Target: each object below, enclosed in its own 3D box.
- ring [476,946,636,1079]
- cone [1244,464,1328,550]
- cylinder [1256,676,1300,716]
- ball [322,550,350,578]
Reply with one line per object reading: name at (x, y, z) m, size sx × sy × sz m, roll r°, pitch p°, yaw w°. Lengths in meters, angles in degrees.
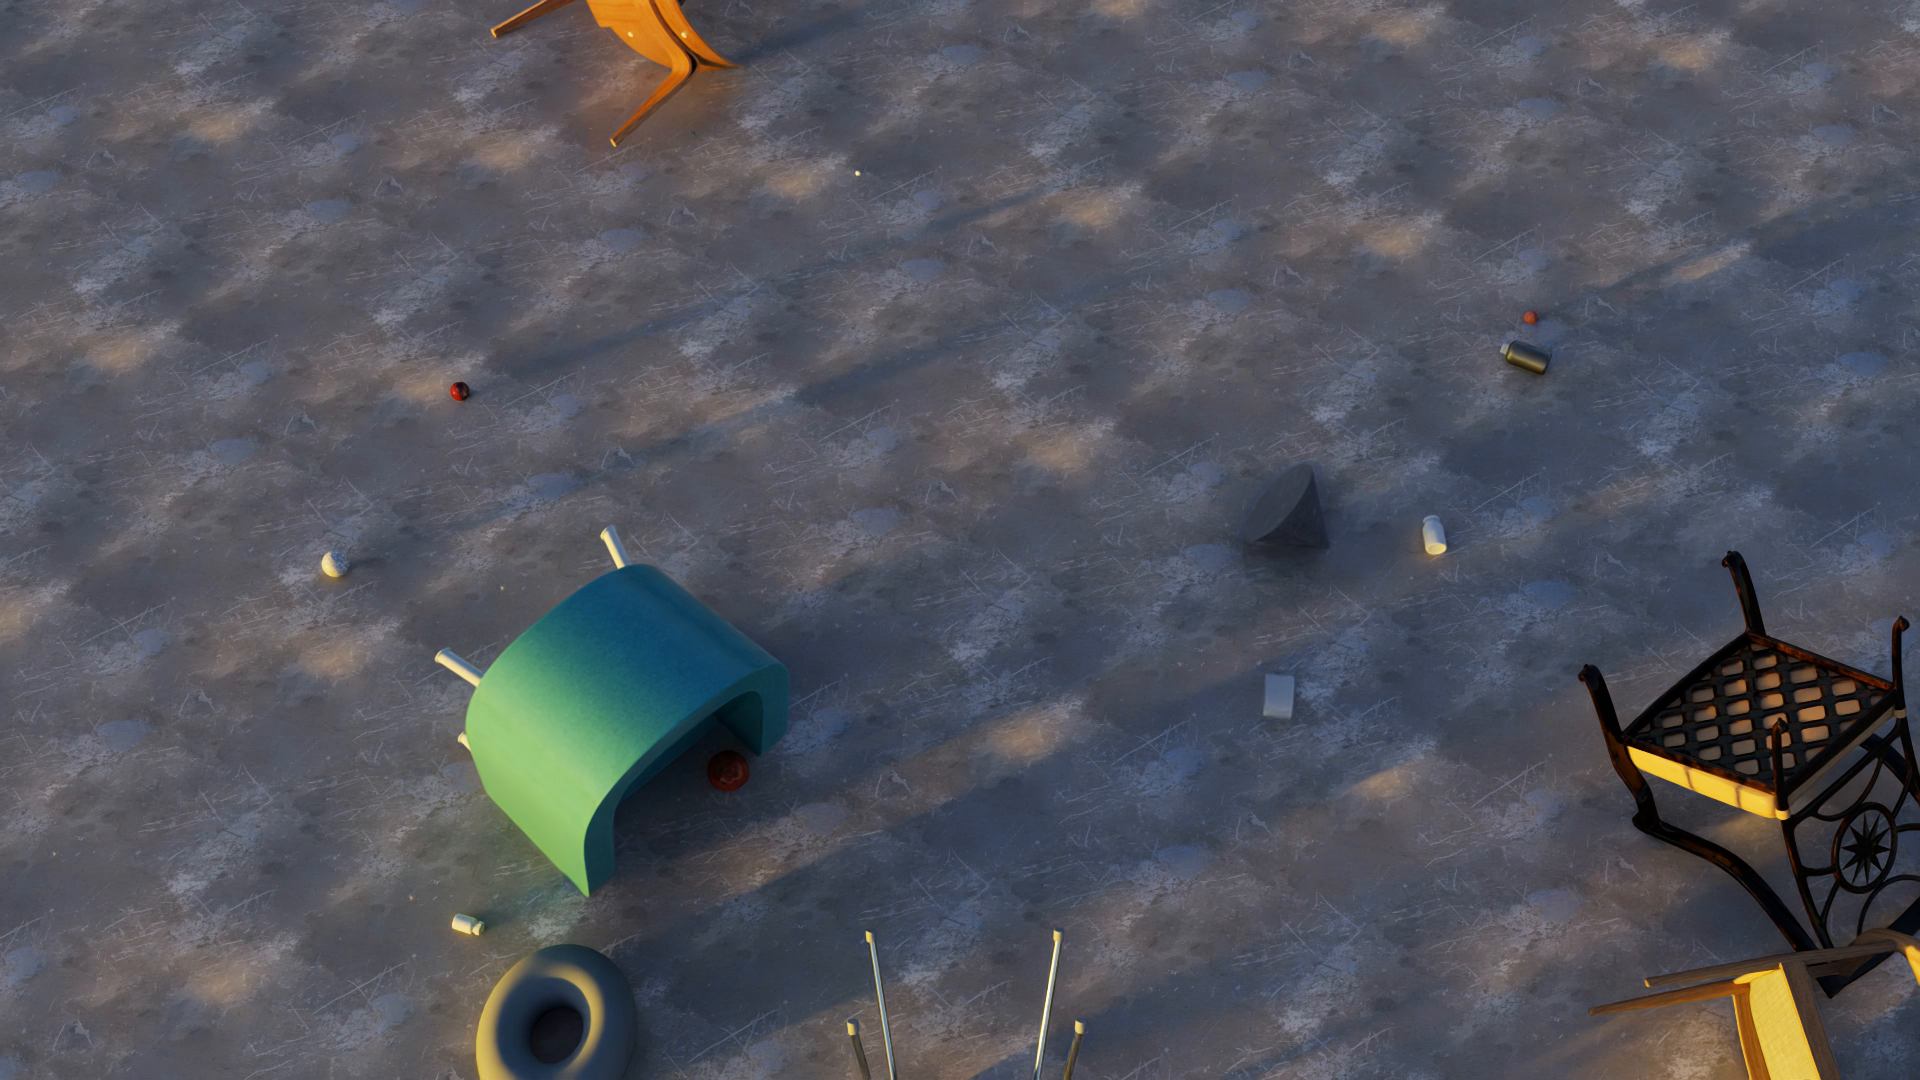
ring at (-1.031, 1.266, 5.626) m, size 0.405 × 0.165 × 0.484 m, roll 5°, pitch 57°, yaw 5°
cone at (1.019, -0.041, 6.530) m, size 0.219 × 0.273 × 0.314 m, roll 41°, pitch 36°, yaw -13°
cylinder at (0.901, 0.442, 6.225) m, size 0.078 × 0.086 × 0.133 m, roll 5°, pitch 37°, yaw 33°
ball at (-1.839, 0.070, 6.479) m, size 0.080 × 0.080 × 0.080 m, roll 0°, pitch 56°, yaw 0°
